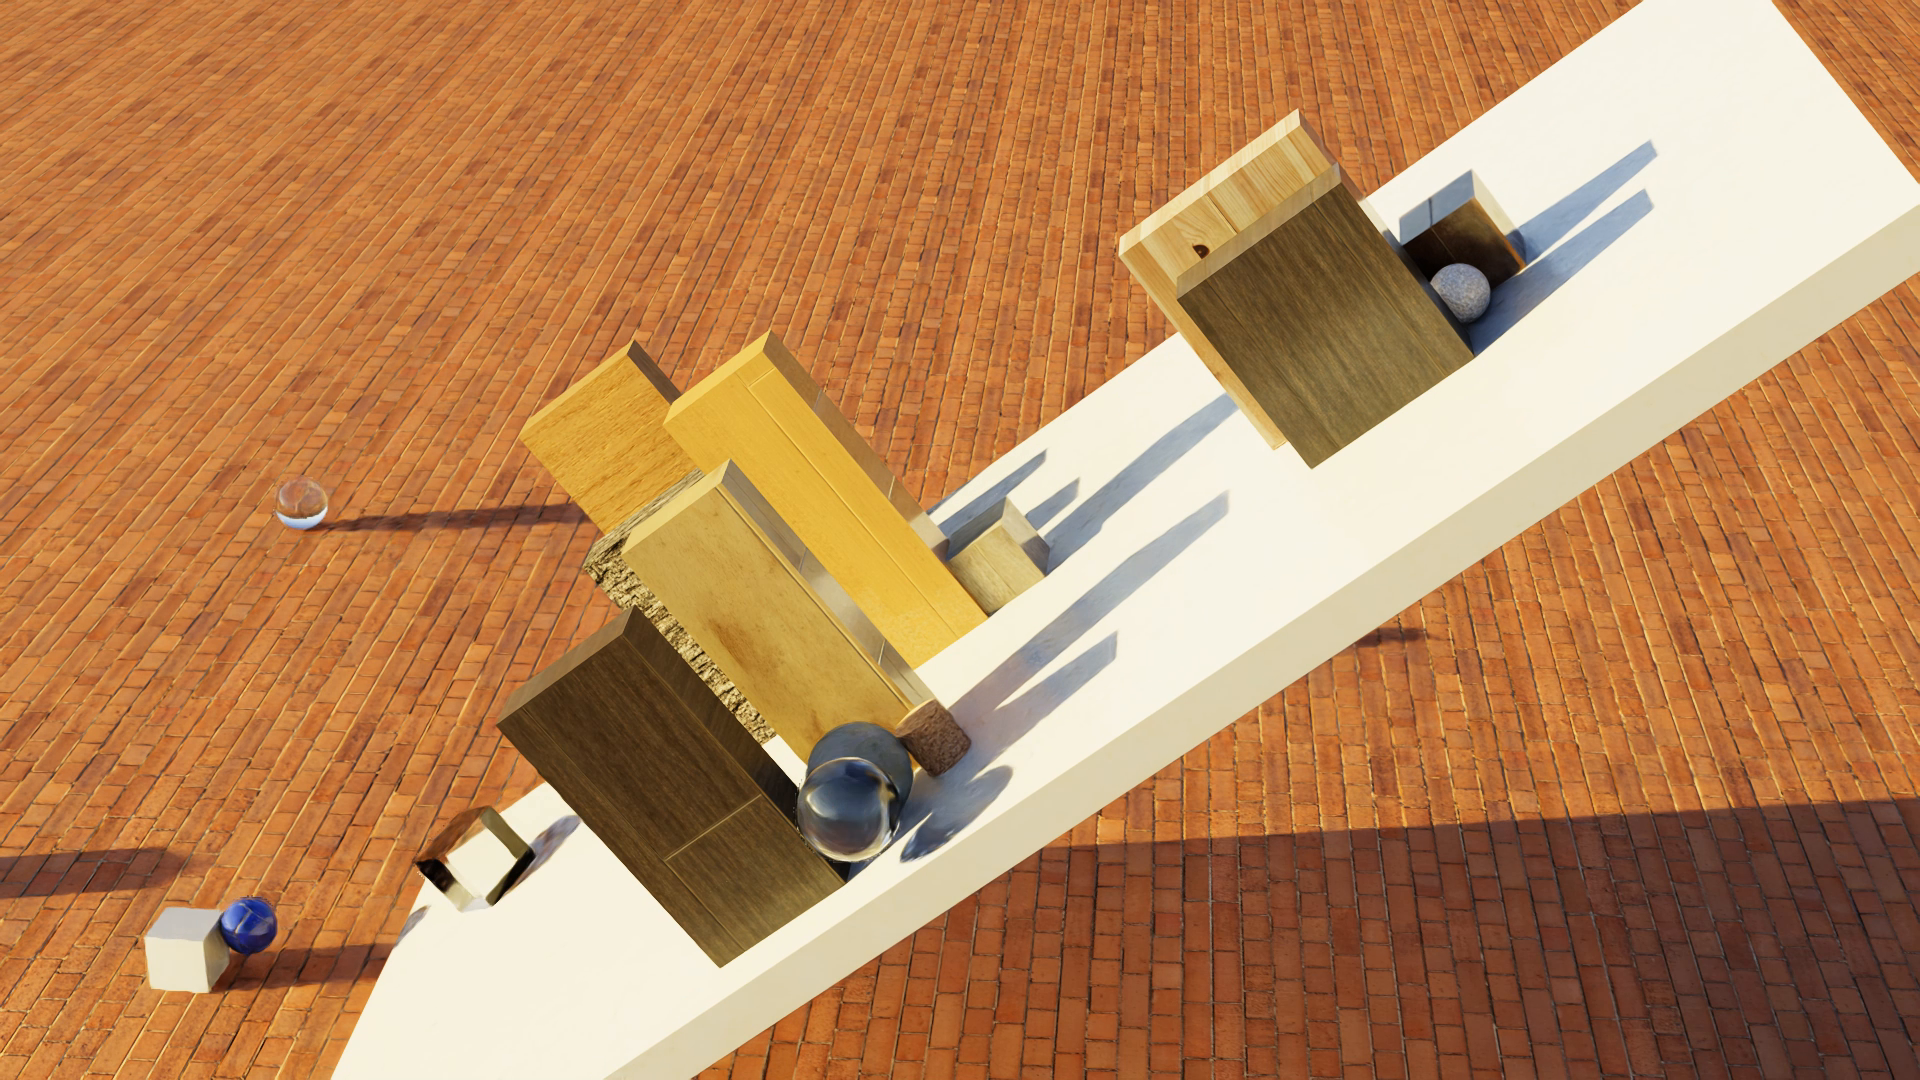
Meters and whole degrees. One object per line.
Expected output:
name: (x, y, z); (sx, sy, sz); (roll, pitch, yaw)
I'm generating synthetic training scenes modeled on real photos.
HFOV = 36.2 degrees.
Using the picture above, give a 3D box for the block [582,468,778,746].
block: (-0.511, 0.148, 6.627); (0.370, 0.581, 0.129); (-35, 16, 17)

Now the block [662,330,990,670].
block: (-0.278, -0.063, 6.328); (0.276, 0.764, 0.139); (-35, 16, 17)

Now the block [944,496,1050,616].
block: (0.082, 0.034, 6.364); (0.154, 0.154, 0.154); (-35, 16, 19)

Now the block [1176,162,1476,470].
block: (0.703, -0.430, 5.673); (0.384, 0.437, 0.138); (-35, 16, 17)

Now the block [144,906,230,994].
block: (-1.947, 1.033, 7.413); (0.151, 0.151, 0.151); (3, 23, 7)

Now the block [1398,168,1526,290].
block: (1.008, -0.599, 5.912); (0.180, 0.180, 0.180); (-34, 17, 21)

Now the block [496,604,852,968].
block: (-0.542, 0.478, 5.647); (0.321, 0.659, 0.134); (-35, 16, 17)

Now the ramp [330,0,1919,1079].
ramp: (0.124, 0.182, 6.332); (4.000, 0.100, 2.000); (-35, 16, 17)

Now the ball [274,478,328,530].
ball: (-2.257, -0.124, 10.074); (0.178, 0.178, 0.178); (0, 23, 0)

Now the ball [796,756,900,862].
ball: (-0.208, 0.503, 5.496); (0.195, 0.195, 0.195); (0, 23, 0)

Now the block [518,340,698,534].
block: (-0.689, -0.079, 7.270); (0.353, 0.792, 0.111); (-35, 16, 17)

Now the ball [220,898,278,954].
ball: (-1.795, 0.975, 7.426); (0.141, 0.141, 0.141); (0, 23, 0)

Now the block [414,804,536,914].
block: (-1.186, 0.782, 7.203); (0.176, 0.176, 0.176); (-18, 27, 53)

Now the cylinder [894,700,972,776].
cylinder: (-0.053, 0.389, 5.786); (0.108, 0.108, 0.108); (-37, 16, 12)

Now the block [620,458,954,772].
block: (-0.337, 0.196, 5.853); (0.259, 0.709, 0.128); (-35, 16, 17)

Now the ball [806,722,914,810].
ball: (-0.196, 0.459, 5.737); (0.209, 0.209, 0.209); (0, 23, 0)

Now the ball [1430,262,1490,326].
ball: (0.979, -0.482, 5.766); (0.122, 0.122, 0.122); (0, 23, 0)

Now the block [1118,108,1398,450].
block: (0.651, -0.516, 5.880); (0.440, 0.517, 0.124); (-35, 16, 17)
